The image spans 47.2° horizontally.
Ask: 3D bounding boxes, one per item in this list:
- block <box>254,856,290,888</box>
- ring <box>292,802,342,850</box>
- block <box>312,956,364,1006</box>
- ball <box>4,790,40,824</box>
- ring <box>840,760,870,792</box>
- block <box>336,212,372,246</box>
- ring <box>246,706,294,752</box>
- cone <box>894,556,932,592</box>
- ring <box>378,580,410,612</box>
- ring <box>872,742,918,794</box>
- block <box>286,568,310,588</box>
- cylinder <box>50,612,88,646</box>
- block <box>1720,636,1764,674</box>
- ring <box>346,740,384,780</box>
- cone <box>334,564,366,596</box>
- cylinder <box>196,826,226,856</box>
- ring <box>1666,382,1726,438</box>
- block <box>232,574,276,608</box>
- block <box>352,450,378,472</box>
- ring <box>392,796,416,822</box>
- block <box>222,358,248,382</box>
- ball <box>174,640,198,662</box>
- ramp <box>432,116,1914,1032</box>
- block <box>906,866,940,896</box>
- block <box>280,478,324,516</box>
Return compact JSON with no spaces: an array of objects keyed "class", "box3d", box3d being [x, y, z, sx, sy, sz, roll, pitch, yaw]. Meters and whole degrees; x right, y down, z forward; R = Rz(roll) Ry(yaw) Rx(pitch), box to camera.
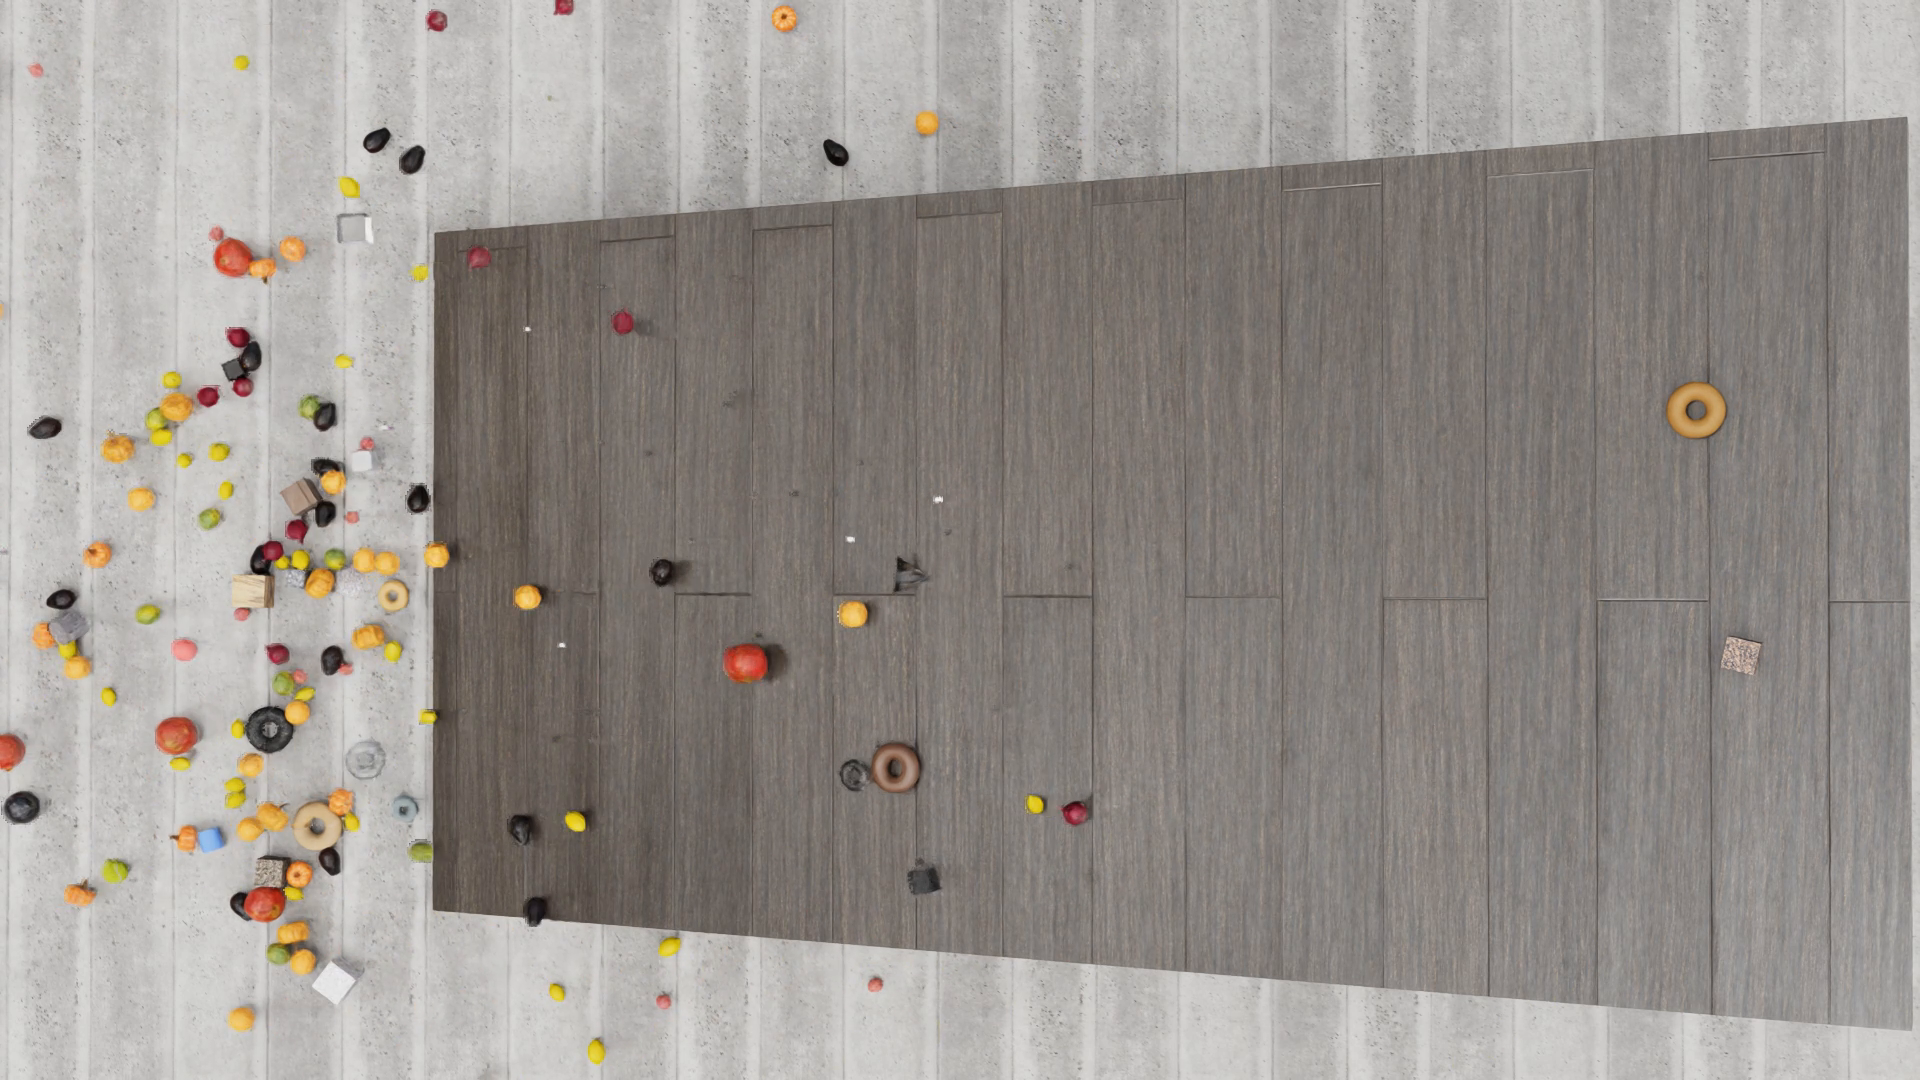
[{"class":"block","box3d":[-2.041,0.984,6.529,0.079,0.079,0.079,5,89,0]},{"class":"ring","box3d":[-1.912,0.851,6.545,0.149,0.050,0.149,0,90,1]},{"class":"block","box3d":[-1.843,1.305,6.518,0.093,0.093,0.093,37,89,0]},{"class":"ball","box3d":[-2.782,0.793,6.521,0.099,0.099,0.099,0,89,0]},{"class":"ring","box3d":[-0.281,0.629,5.876,0.087,0.029,0.087,0,90,26]},{"class":"block","box3d":[-1.803,-0.925,6.549,0.082,0.082,0.082,-4,89,0]},{"class":"ring","box3d":[-2.056,0.565,6.550,0.139,0.046,0.139,0,90,-1]},{"class":"cone","box3d":[-0.120,0.097,5.800,0.096,0.096,0.096,7,89,-2]},{"class":"ring","box3d":[-1.690,0.167,6.562,0.094,0.031,0.094,0,88,0]},{"class":"ring","box3d":[-0.171,0.604,5.817,0.137,0.046,0.137,0,90,24]},{"class":"block","box3d":[-1.972,0.116,6.551,0.054,0.054,0.054,5,89,0]},{"class":"cylinder","box3d":[-2.641,0.262,6.523,0.076,0.076,0.076,17,124,27]},{"class":"block","box3d":[1.749,0.257,4.918,0.071,0.071,0.071,14,95,24]},{"class":"ring","box3d":[-1.772,0.656,6.552,0.118,0.039,0.118,0,88,0]},{"class":"cone","box3d":[-1.827,0.121,6.530,0.096,0.096,0.096,0,89,0]},{"class":"cylinder","box3d":[-2.228,0.893,6.538,0.062,0.062,0.062,-29,109,0]},{"class":"ring","box3d":[1.666,-0.294,4.978,0.130,0.043,0.130,0,90,24]},{"class":"block","box3d":[-2.098,0.152,6.530,0.095,0.095,0.095,2,89,0]},{"class":"block","box3d":[-1.772,-0.234,6.551,0.057,0.057,0.057,-8,90,4]},{"class":"ring","box3d":[-1.657,0.802,6.554,0.080,0.027,0.080,1,95,7]},{"class":"block","box3d":[-2.163,-0.508,6.560,0.051,0.051,0.051,-24,89,0]},{"class":"ball","box3d":[-2.305,0.329,6.542,0.067,0.067,0.067,0,89,0]},{"class":"ramp","box3d":[0.282,0.082,5.693,4.000,0.100,2.000,0,89,25]},{"class":"block","box3d":[-0.095,0.894,5.770,0.060,0.060,0.060,-12,84,24]},{"class":"block","box3d":[-1.956,-0.128,6.541,0.080,0.080,0.080,-31,89,0]}]
